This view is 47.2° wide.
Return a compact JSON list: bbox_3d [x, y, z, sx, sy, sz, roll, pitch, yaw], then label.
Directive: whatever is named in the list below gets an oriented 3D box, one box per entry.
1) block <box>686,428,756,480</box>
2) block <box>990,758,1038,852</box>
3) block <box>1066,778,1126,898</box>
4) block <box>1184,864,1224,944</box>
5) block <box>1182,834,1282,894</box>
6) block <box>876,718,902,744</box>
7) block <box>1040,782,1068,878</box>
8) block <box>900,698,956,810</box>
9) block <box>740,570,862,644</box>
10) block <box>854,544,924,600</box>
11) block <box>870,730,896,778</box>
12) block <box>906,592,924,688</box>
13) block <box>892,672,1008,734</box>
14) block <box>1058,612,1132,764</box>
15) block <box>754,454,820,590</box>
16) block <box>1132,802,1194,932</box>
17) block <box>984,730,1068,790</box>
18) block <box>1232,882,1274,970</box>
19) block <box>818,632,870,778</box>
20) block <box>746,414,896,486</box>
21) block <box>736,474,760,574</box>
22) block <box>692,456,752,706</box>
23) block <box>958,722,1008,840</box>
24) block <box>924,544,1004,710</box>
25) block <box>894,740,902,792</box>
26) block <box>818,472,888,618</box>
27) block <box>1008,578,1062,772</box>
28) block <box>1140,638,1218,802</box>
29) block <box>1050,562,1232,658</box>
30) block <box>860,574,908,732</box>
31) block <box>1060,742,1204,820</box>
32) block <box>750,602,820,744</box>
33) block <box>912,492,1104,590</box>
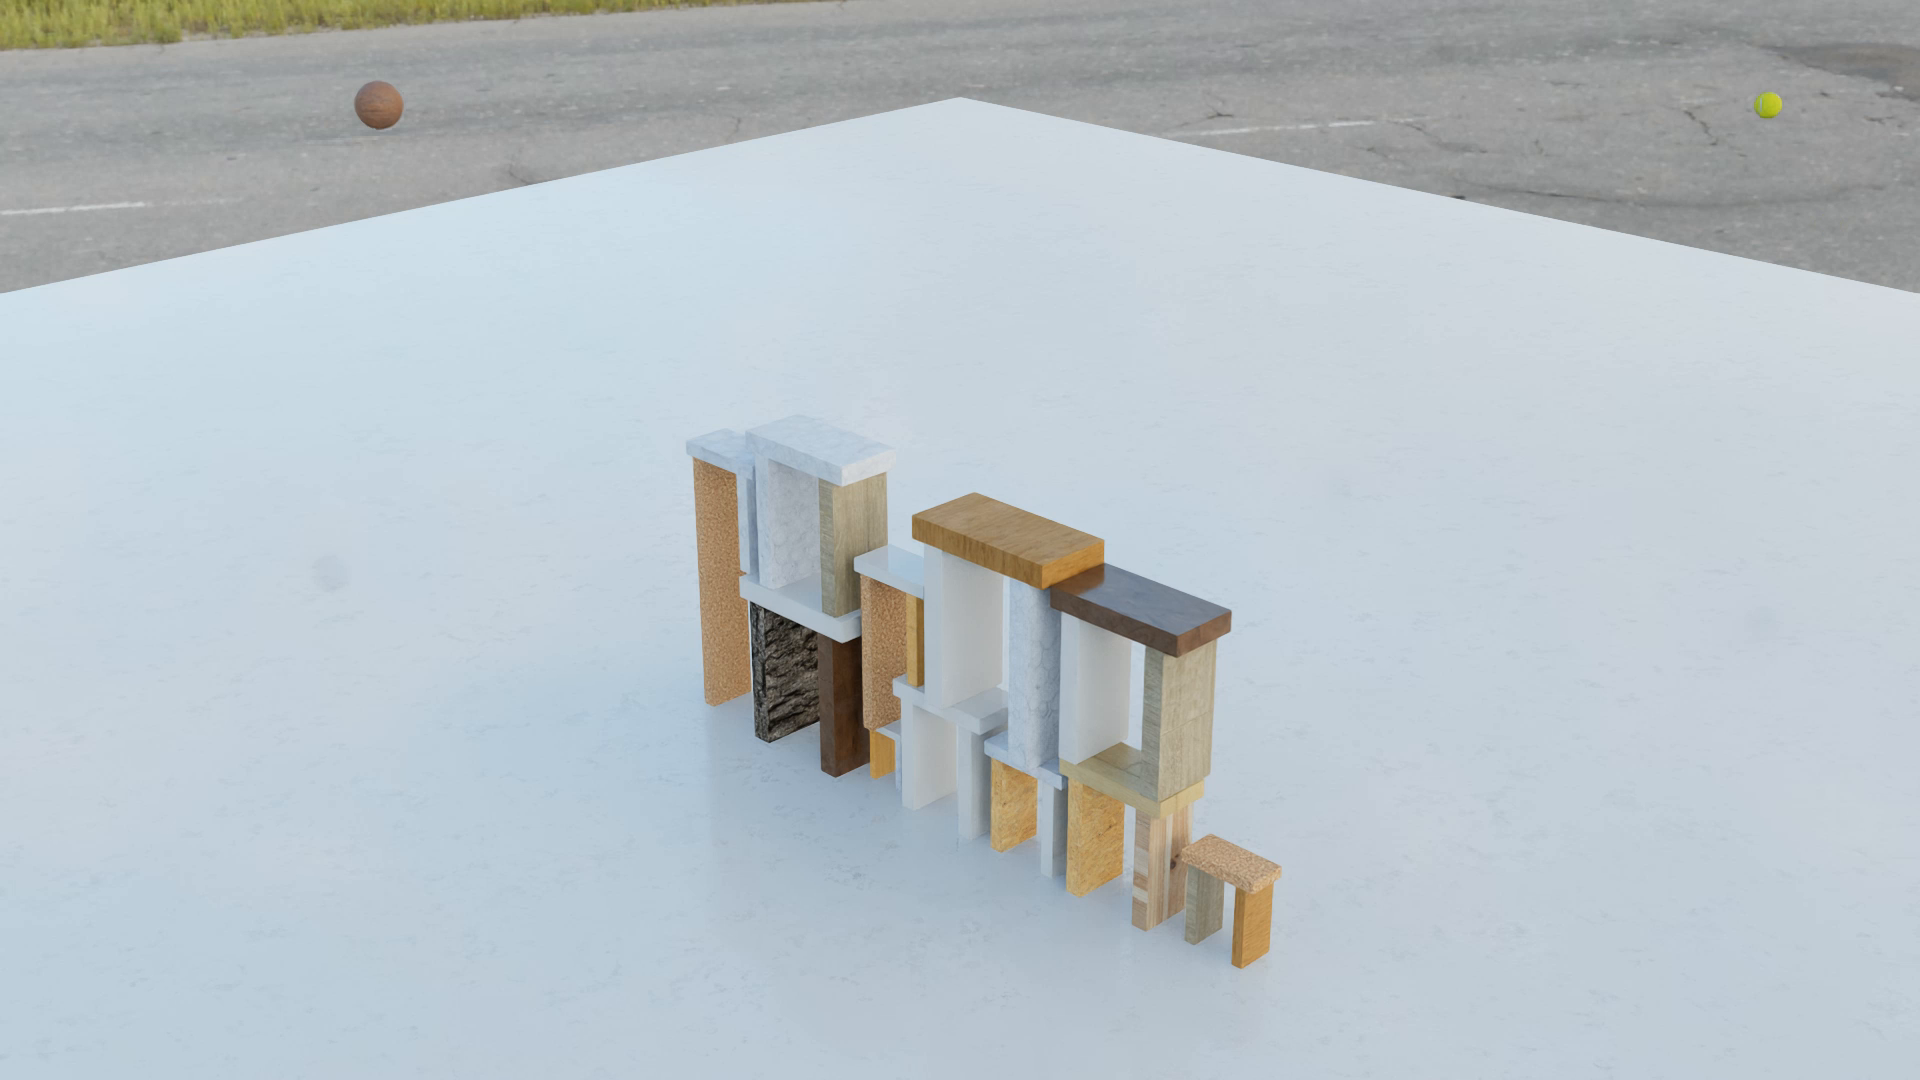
[{"bbox_3d":[-0.468,-0.183,4.650,0.219,0.031,0.109,21,31,41],"label":"block"},{"bbox_3d":[0.107,0.503,4.316,0.029,0.203,0.101,21,31,41],"label":"block"},{"bbox_3d":[0.258,0.542,4.167,0.123,0.247,0.035,-21,31,-41],"label":"block"},{"bbox_3d":[0.448,0.651,4.018,0.023,0.163,0.081,21,31,41],"label":"block"},{"bbox_3d":[0.487,0.580,3.946,0.163,0.023,0.081,21,31,41],"label":"block"},{"bbox_3d":[-0.134,0.386,4.536,0.058,0.016,0.115,-21,31,-41],"label":"block"},{"bbox_3d":[0.202,0.540,4.228,0.029,0.203,0.101,21,31,41],"label":"block"},{"bbox_3d":[-0.063,0.416,4.467,0.035,0.244,0.122,21,31,41],"label":"block"},{"bbox_3d":[-0.295,0.121,4.592,0.322,0.046,0.161,21,31,41],"label":"block"},{"bbox_3d":[-0.106,0.062,4.359,0.198,0.028,0.099,21,31,40],"label":"block"},{"bbox_3d":[-0.161,0.436,4.586,0.058,0.115,0.016,-21,31,-41],"label":"block"},{"bbox_3d":[-0.060,0.184,4.361,0.028,0.198,0.099,21,31,41],"label":"block"},{"bbox_3d":[-0.005,0.311,4.360,0.244,0.035,0.122,21,31,41],"label":"block"},{"bbox_3d":[0.251,0.252,4.065,0.149,0.298,0.042,-21,31,-40],"label":"block"},{"bbox_3d":[-0.352,-0.057,4.578,0.042,0.293,0.147,21,31,41],"label":"block"},{"bbox_3d":[0.374,0.588,4.060,0.123,0.247,0.035,-21,31,-41],"label":"block"},{"bbox_3d":[0.155,0.415,4.227,0.101,0.029,0.203,-21,31,-41],"label":"block"},{"bbox_3d":[0.525,0.681,3.947,0.023,0.163,0.081,21,31,41],"label":"block"},{"bbox_3d":[-0.219,0.320,4.594,0.046,0.322,0.161,21,31,41],"label":"block"},{"bbox_3d":[-0.283,-0.184,4.449,0.293,0.042,0.147,21,31,41],"label":"block"},{"bbox_3d":[-0.416,-0.047,4.651,0.031,0.219,0.109,21,31,41],"label":"block"},{"bbox_3d":[-0.519,0.082,4.818,0.031,0.587,0.109,21,31,41],"label":"block"},{"bbox_3d":[0.052,0.461,4.361,0.035,0.244,0.122,21,31,41],"label":"block"},{"bbox_3d":[0.008,0.145,4.273,0.048,0.338,0.169,21,31,41],"label":"block"},{"bbox_3d":[-0.107,0.457,4.536,0.058,0.115,0.016,-21,31,-41],"label":"block"},{"bbox_3d":[-0.214,-0.003,4.450,0.147,0.293,0.042,-21,31,-41],"label":"block"},{"bbox_3d":[0.168,0.229,4.135,0.048,0.386,0.169,21,31,41],"label":"block"},{"bbox_3d":[0.391,0.307,3.935,0.149,0.298,0.042,-21,31,-41],"label":"block"},{"bbox_3d":[0.322,0.123,3.934,0.298,0.042,0.149,21,31,41],"label":"block"},{"bbox_3d":[-0.153,0.215,4.475,0.028,0.345,0.099,21,31,41],"label":"block"},{"bbox_3d":[0.316,0.435,4.058,0.123,0.035,0.247,-21,31,-40],"label":"block"},{"bbox_3d":[-0.371,0.261,4.734,0.046,0.322,0.161,21,31,41],"label":"block"},{"bbox_3d":[0.088,-0.002,4.124,0.338,0.048,0.169,21,31,41],"label":"block"}]
